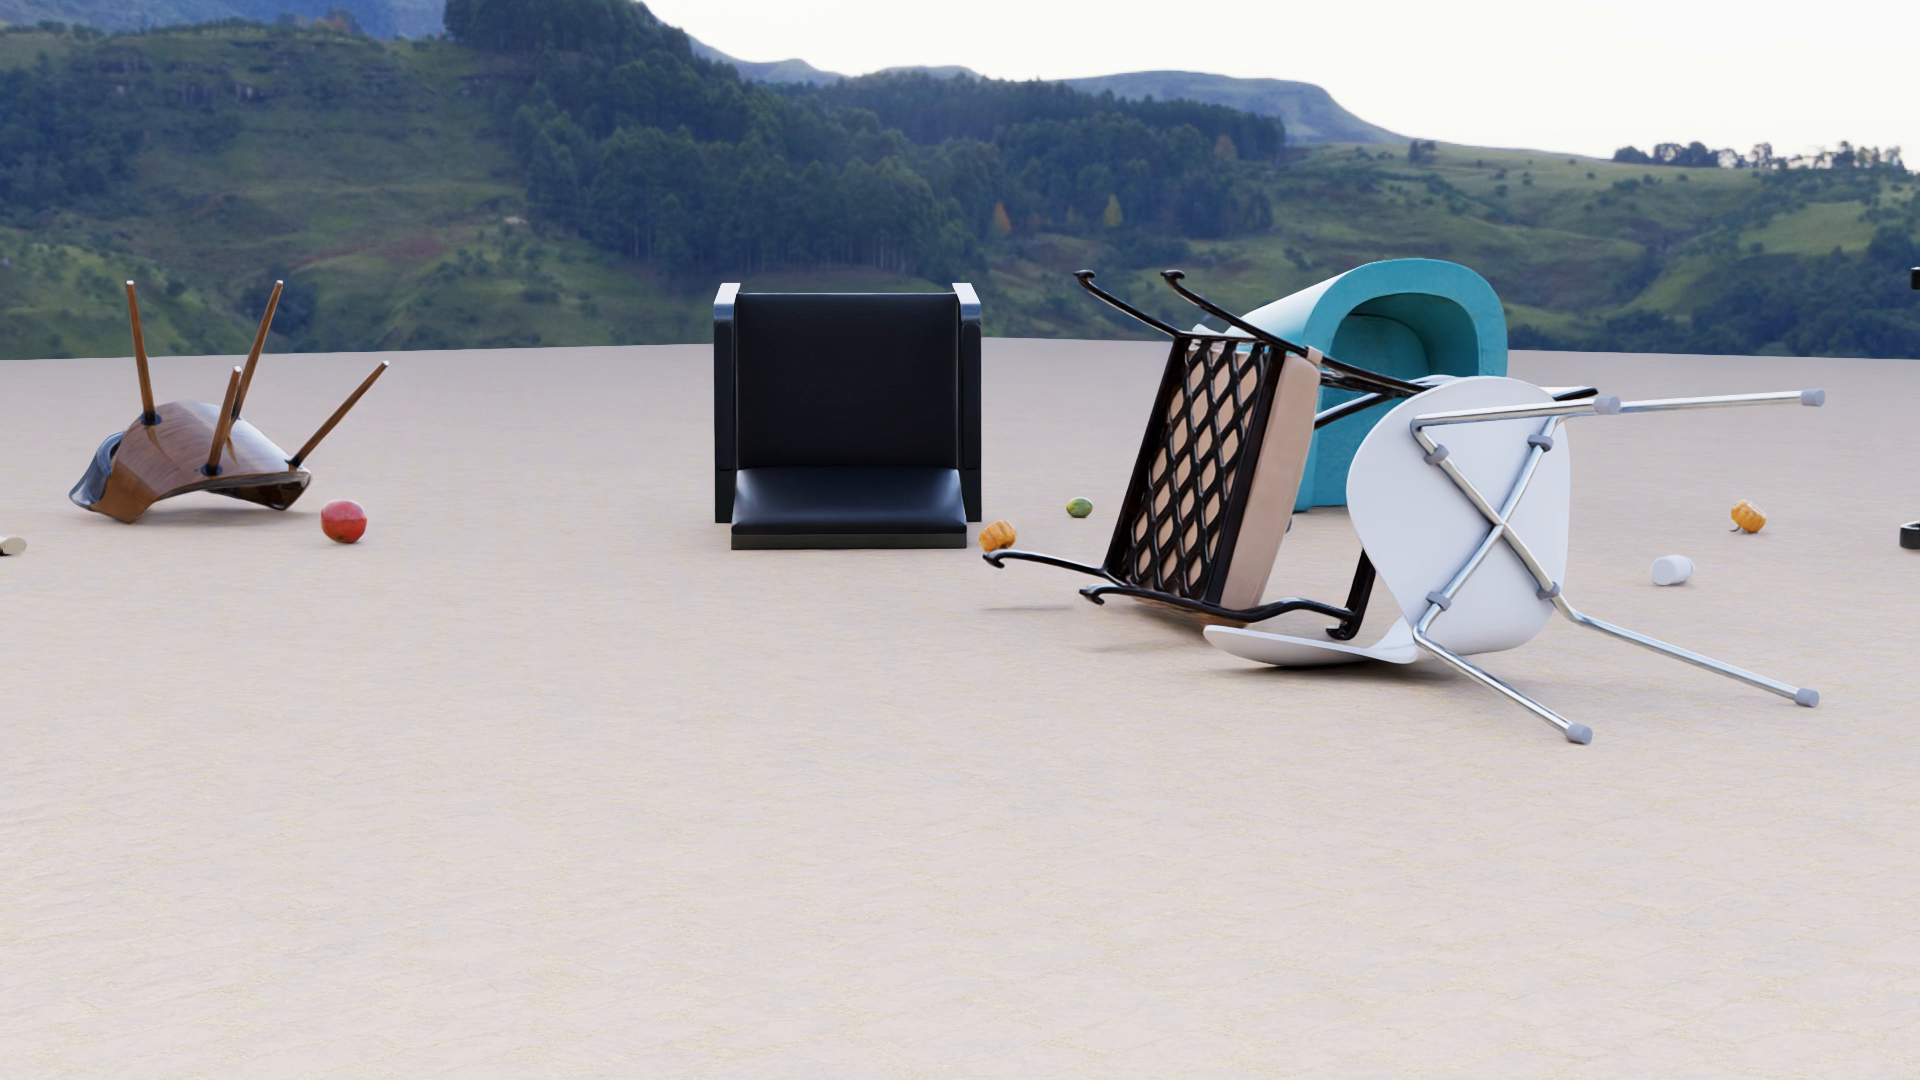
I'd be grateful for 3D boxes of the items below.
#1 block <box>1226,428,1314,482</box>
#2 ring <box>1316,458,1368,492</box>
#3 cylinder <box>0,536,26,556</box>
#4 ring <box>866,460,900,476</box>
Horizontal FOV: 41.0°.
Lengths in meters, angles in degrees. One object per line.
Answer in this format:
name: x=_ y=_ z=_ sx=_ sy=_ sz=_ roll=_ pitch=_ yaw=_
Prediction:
block: x=1.003 y=-0.275 z=8.297 sx=0.239 sy=0.161 sz=0.173 roll=3 pitch=6 yaw=25
ring: x=1.183 y=-0.202 z=7.933 sx=0.118 sy=0.093 sz=0.286 roll=2 pitch=7 yaw=32
cylinder: x=-2.284 y=0.013 z=6.082 sx=0.098 sy=0.042 sz=0.091 roll=11 pitch=4 yaw=14
ring: x=-0.257 y=-0.237 z=8.528 sx=0.108 sy=0.039 sz=0.264 roll=0 pitch=6 yaw=8
